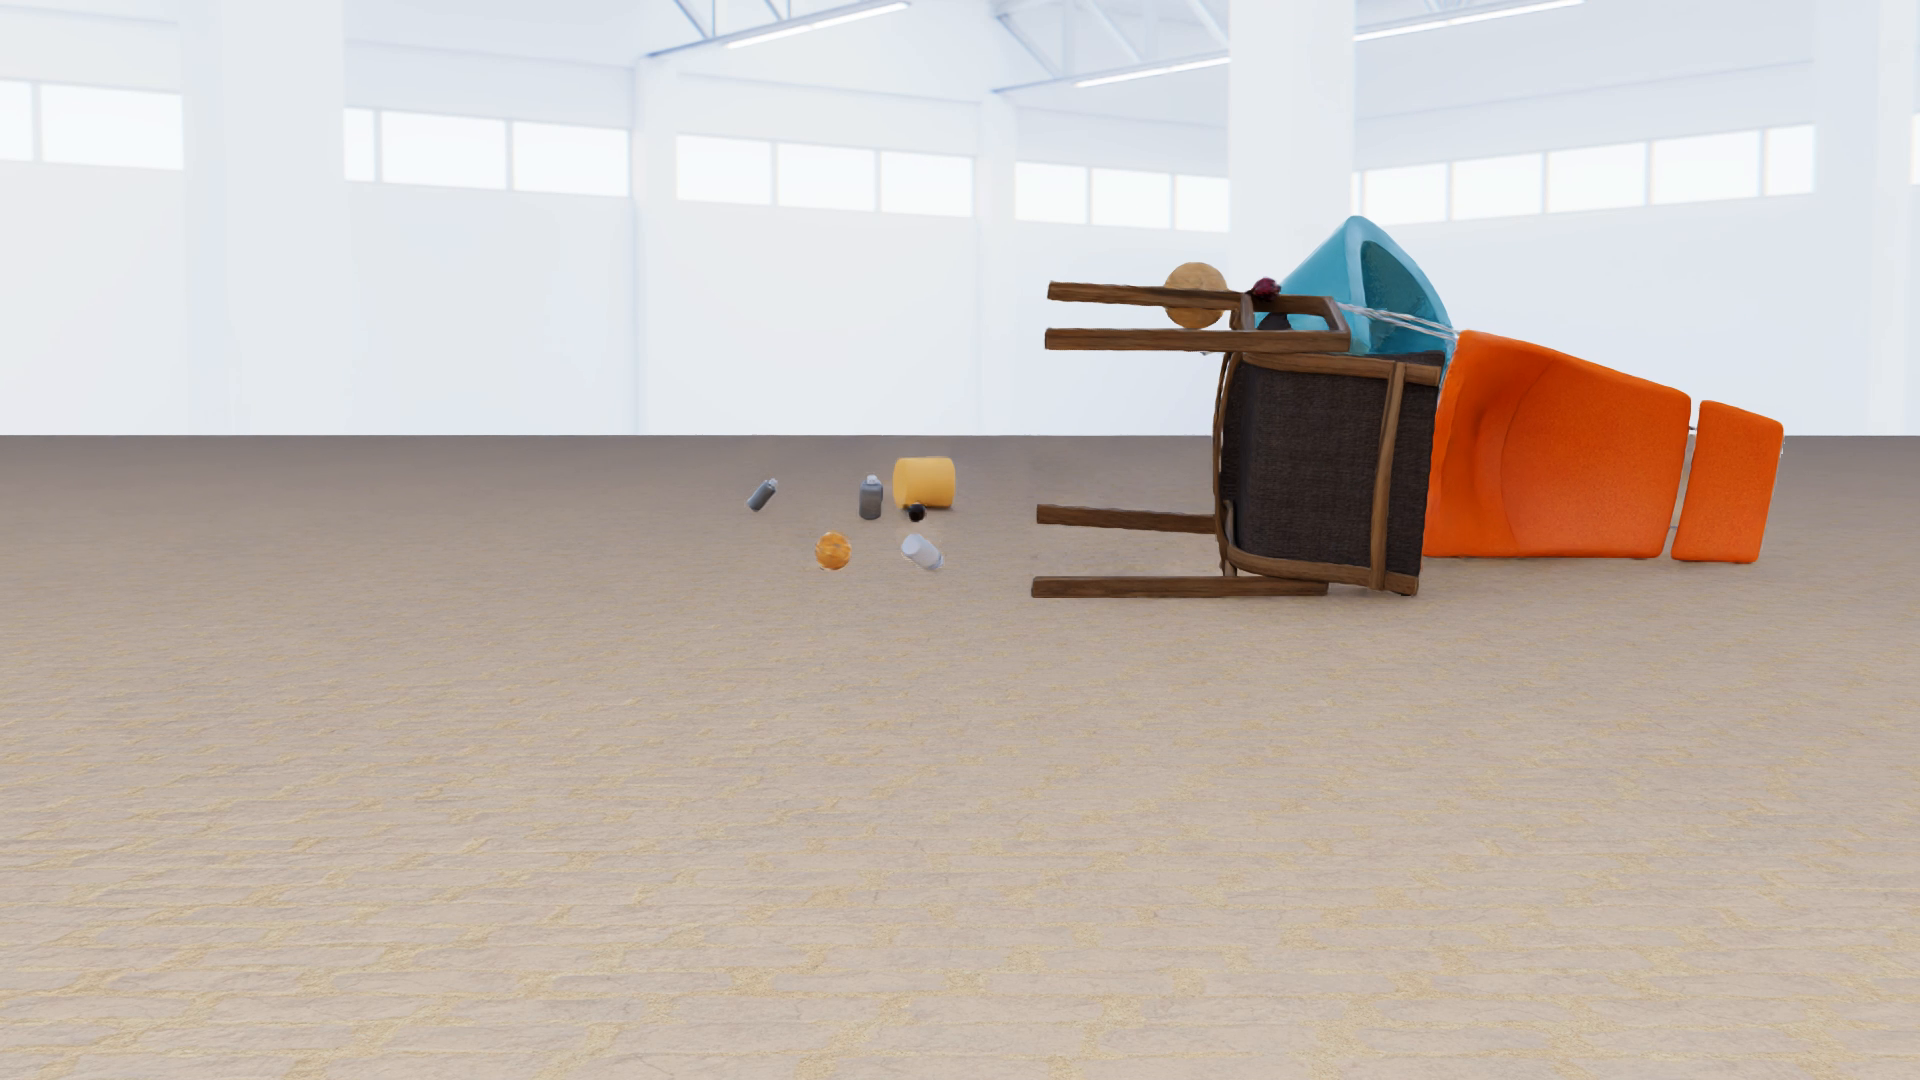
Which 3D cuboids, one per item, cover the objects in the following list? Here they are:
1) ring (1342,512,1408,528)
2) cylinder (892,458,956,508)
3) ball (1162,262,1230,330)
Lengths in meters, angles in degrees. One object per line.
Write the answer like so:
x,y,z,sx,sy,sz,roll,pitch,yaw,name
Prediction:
1.171,-0.056,6.203,0.185,0.038,0.115,-2,3,10,ring
-0.135,-0.212,8.261,0.195,0.189,0.147,-2,16,-23,cylinder
0.553,-0.574,5.167,0.158,0.158,0.158,0,4,0,ball
